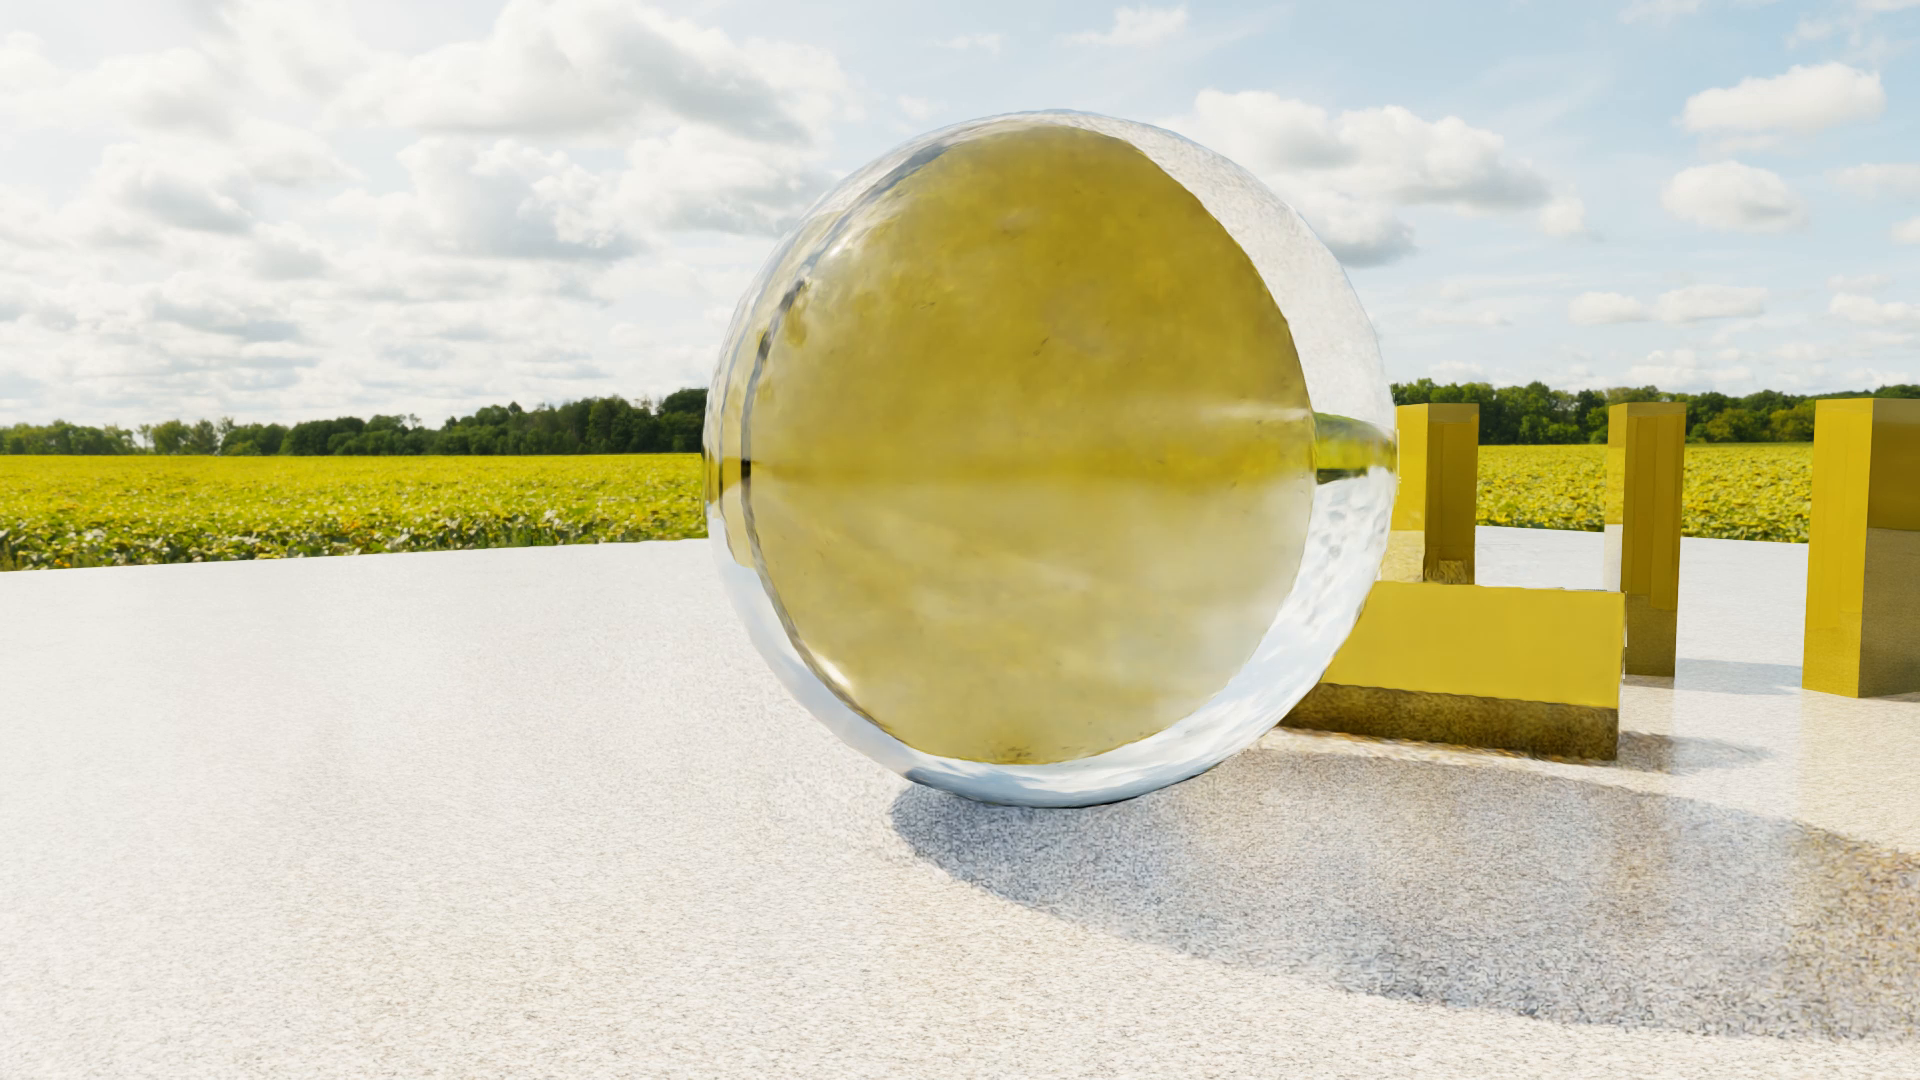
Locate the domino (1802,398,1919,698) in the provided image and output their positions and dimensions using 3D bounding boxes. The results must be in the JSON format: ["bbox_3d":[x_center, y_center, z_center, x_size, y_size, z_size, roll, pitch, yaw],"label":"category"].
[{"bbox_3d":[0.160,0.001,0.222,0.025,0.050,0.009,-2,5,-22],"label":"domino"}]

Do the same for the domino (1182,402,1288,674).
[{"bbox_3d":[0.053,-0.001,0.249,0.009,0.050,0.025,-1,4,-13],"label":"domino"}]

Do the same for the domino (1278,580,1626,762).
[{"bbox_3d":[0.070,0.018,0.190,0.050,0.010,0.025,2,36,28],"label":"domino"}]

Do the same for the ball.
[{"bbox_3d":[0.010,-0.009,0.152,0.080,0.080,0.080,0,4,0],"label":"ball"}]

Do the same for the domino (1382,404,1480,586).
[{"bbox_3d":[0.092,-0.001,0.252,0.009,0.050,0.025,0,4,1],"label":"domino"}]

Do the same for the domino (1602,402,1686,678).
[{"bbox_3d":[0.130,-0.001,0.246,0.009,0.050,0.025,2,5,20],"label":"domino"}]

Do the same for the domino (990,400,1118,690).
[{"bbox_3d":[0.017,0.000,0.234,0.010,0.050,0.025,-3,5,-33],"label":"domino"}]
